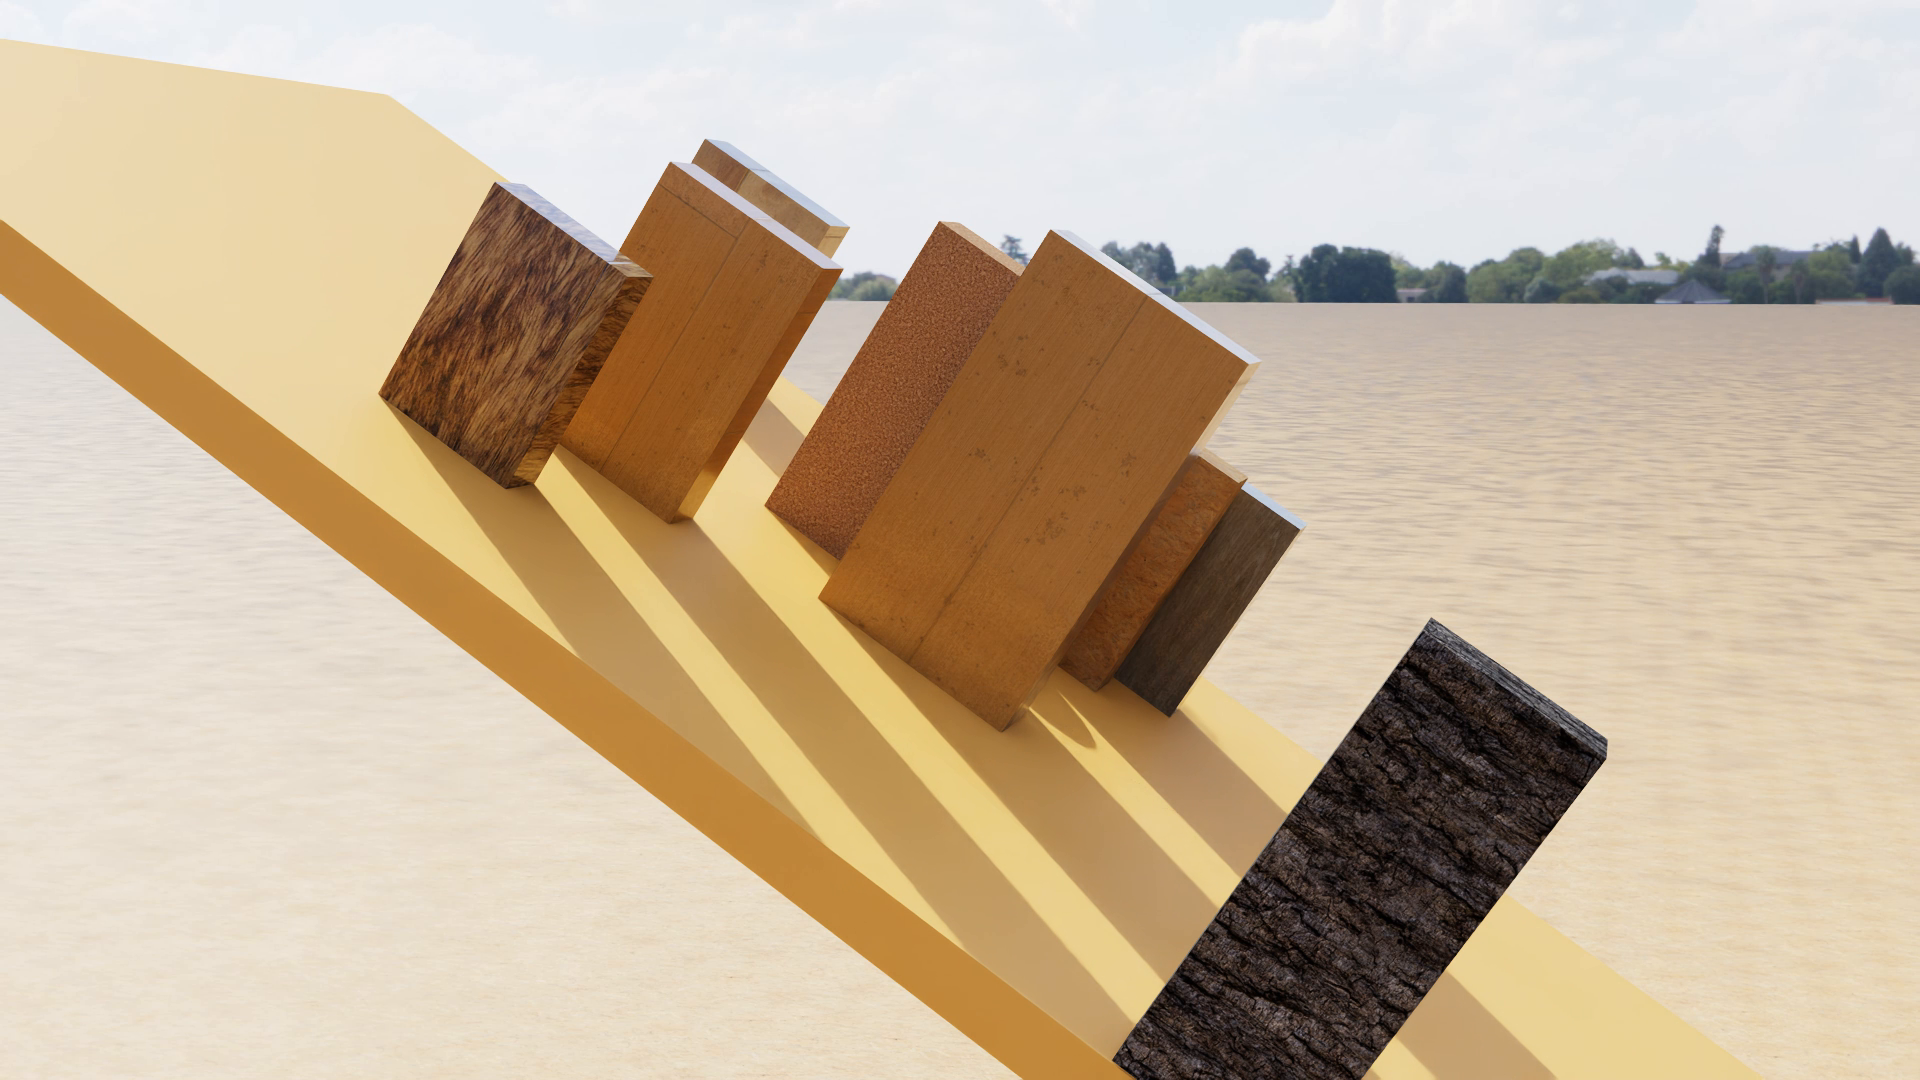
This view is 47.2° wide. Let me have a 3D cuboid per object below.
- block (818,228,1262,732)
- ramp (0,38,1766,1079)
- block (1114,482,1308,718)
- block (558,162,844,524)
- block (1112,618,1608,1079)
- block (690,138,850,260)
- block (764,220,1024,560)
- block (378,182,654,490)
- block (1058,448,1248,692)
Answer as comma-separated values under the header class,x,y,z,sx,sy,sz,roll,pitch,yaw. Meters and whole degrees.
class,x,y,z,sx,sy,sz,roll,pitch,yaw
block,0.134,-0.103,3.894,0.414,0.786,0.137,36,15,10
ramp,-0.125,0.210,4.098,4.000,0.100,2.000,36,15,10
block,0.411,0.051,4.565,0.407,0.479,0.103,36,15,10
block,-0.490,-0.346,3.874,0.335,0.534,0.104,36,15,10
block,0.529,0.487,2.948,0.277,0.735,0.123,36,15,10
block,-0.510,-0.614,4.890,0.348,0.421,0.127,36,15,10
block,-0.058,-0.242,4.203,0.331,0.650,0.131,36,15,10
block,-0.728,-0.334,3.596,0.276,0.411,0.099,36,15,10
block,0.303,0.004,4.421,0.301,0.515,0.118,36,15,10
